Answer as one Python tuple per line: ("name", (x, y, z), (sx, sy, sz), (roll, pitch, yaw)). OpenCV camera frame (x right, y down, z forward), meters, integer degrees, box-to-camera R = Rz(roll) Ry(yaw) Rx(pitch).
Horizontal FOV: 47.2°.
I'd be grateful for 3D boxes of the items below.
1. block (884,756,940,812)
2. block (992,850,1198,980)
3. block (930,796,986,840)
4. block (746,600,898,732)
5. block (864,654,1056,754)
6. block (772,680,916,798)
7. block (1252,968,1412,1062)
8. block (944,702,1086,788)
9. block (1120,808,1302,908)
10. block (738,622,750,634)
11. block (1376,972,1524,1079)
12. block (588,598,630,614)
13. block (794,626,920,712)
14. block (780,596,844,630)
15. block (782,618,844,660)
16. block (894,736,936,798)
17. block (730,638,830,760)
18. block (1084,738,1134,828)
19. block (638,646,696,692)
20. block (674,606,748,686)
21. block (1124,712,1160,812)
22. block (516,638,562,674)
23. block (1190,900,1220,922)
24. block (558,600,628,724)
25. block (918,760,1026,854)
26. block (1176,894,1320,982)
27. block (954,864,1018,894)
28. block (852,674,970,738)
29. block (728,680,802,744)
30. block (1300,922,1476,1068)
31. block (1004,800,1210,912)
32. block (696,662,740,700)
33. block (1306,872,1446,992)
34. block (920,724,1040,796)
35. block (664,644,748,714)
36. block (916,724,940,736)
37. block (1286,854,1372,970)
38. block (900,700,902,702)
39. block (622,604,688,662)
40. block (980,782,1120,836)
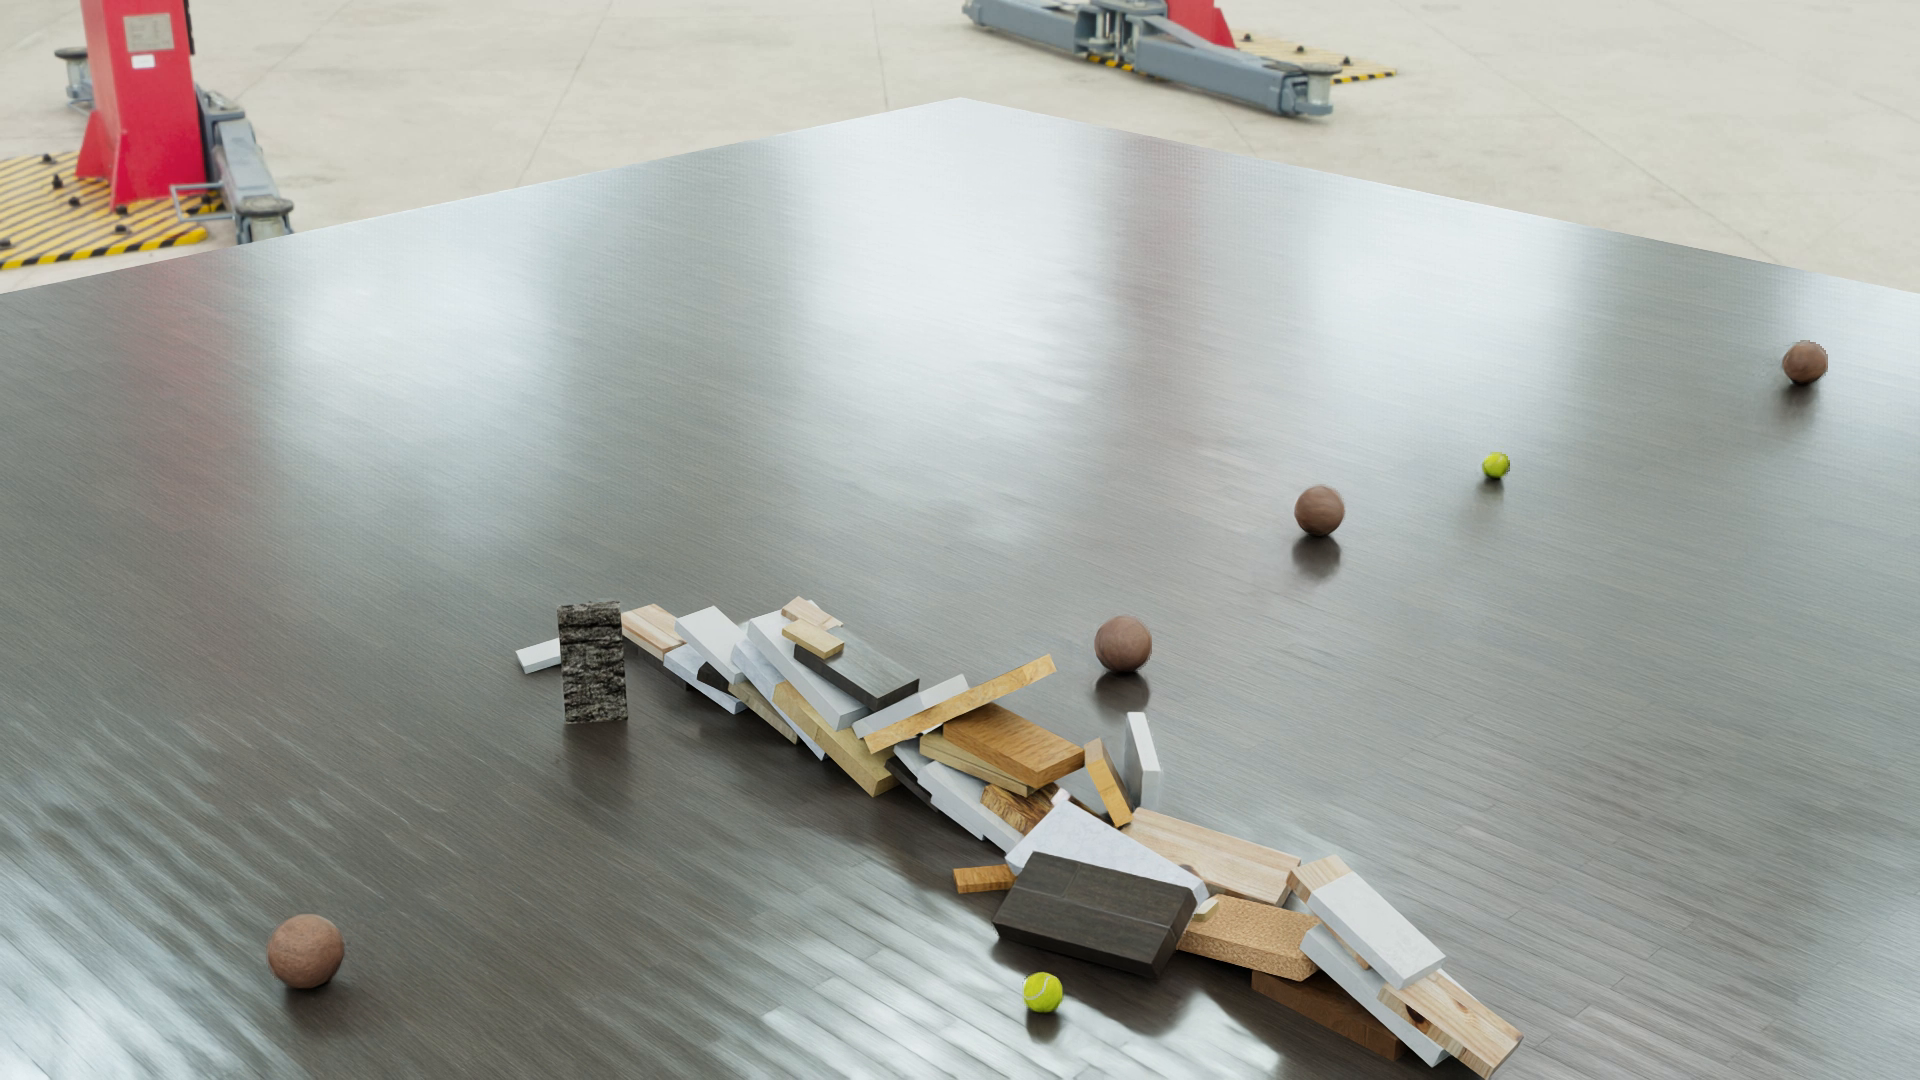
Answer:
("block", (-0.074, 0.491, 4.509), (0.153, 0.022, 0.076), (38, 39, 25))
("block", (0.242, 0.674, 3.977), (0.335, 0.047, 0.167), (8, 50, 34))
("block", (0.021, 0.545, 4.416), (0.077, 0.022, 0.153), (-17, 37, -40))
("block", (-0.292, 0.266, 4.701), (0.166, 0.047, 0.331), (-17, 48, -38))
("block", (-0.001, 0.333, 4.456), (0.398, 0.038, 0.133), (-26, -4, 28))
("block", (-0.226, 0.394, 4.635), (0.166, 0.047, 0.331), (-21, 50, -41))
("block", (0.676, 0.794, 3.834), (0.152, 0.043, 0.303), (-21, 31, -40))
("block", (0.106, 0.406, 4.374), (0.133, 0.038, 0.266), (-20, 31, -39))
("block", (0.463, 0.618, 4.194), (0.335, 0.047, 0.167), (15, 29, 20))
("block", (-0.443, 0.226, 5.139), (0.135, 0.038, 0.280), (17, 22, 35))
("block", (0.817, 0.795, 3.667), (0.221, 0.031, 0.110), (35, 39, 25))
("block", (-0.839, 0.172, 5.298), (0.074, 0.021, 0.148), (-1, 16, -24))
("block", (-0.218, 0.269, 4.622), (0.249, 0.035, 0.125), (30, 37, 33))
("block", (-0.320, 0.171, 4.761), (0.122, 0.017, 0.061), (30, 38, 18))
("block", (-0.311, 0.208, 4.650), (0.122, 0.017, 0.061), (27, 35, 30))
("block", (-0.060, 0.461, 4.483), (0.076, 0.022, 0.153), (-13, 43, -36))
("block", (-0.331, 0.324, 4.767), (0.166, 0.047, 0.331), (-20, 54, -40))
("block", (0.294, 0.478, 4.358), (0.038, 0.133, 0.266), (-26, 2, 4))
("block", (-0.637, 0.278, 5.064), (0.113, 0.032, 0.227), (-16, 28, -33))
("block", (-0.524, 0.232, 4.871), (0.108, 0.031, 0.217), (-20, 47, -40))
("block", (0.372, 0.466, 4.501), (0.035, 0.125, 0.249), (0, 23, -4))
("block", (-0.944, 0.261, 5.085), (0.148, 0.021, 0.074), (-17, 33, -18))
("block", (0.409, 0.677, 4.038), (0.120, 0.017, 0.060), (-1, 16, 33))
("block", (-0.799, 0.268, 4.786), (0.135, 0.269, 0.038), (-4, 23, -9))
("block", (0.059, 0.520, 4.389), (0.268, 0.038, 0.134), (35, 38, 27))
("block", (0.534, 0.710, 3.946), (0.152, 0.043, 0.303), (-21, 18, -40))
("block", (0.051, 0.648, 4.211), (0.120, 0.017, 0.060), (-3, 23, -8))
("block", (-0.103, 0.343, 4.521), (0.125, 0.035, 0.249), (-22, -4, -40))
("block", (-0.392, 0.355, 4.795), (0.217, 0.031, 0.108), (35, 39, 28))
("block", (0.744, 0.754, 3.760), (0.152, 0.043, 0.303), (-20, 48, -39))
("block", (0.270, 0.627, 4.095), (0.167, 0.047, 0.375), (-43, 41, -20))
("block", (-0.463, 0.315, 4.885), (0.217, 0.031, 0.108), (23, 33, 13))
("block", (0.709, 0.665, 3.750), (0.110, 0.031, 0.220), (-17, 46, -37))
("block", (0.066, 0.430, 4.413), (0.268, 0.038, 0.134), (19, 29, 34))
("block", (-0.545, 0.304, 4.938), (0.227, 0.032, 0.113), (31, 36, 29))
("block", (-0.071, 0.408, 4.776), (0.061, 0.017, 0.122), (-14, 27, -31))
("block", (0.679, 0.645, 3.821), (0.110, 0.031, 0.221), (-12, 43, -33))
("block", (-0.233, 0.325, 4.945), (0.135, 0.038, 0.269), (-7, 24, -16))
("block", (-0.703, 0.215, 5.131), (0.113, 0.032, 0.227), (-17, 28, -35))
("block", (0.186, 0.550, 4.323), (0.268, 0.038, 0.134), (34, 37, 27))
